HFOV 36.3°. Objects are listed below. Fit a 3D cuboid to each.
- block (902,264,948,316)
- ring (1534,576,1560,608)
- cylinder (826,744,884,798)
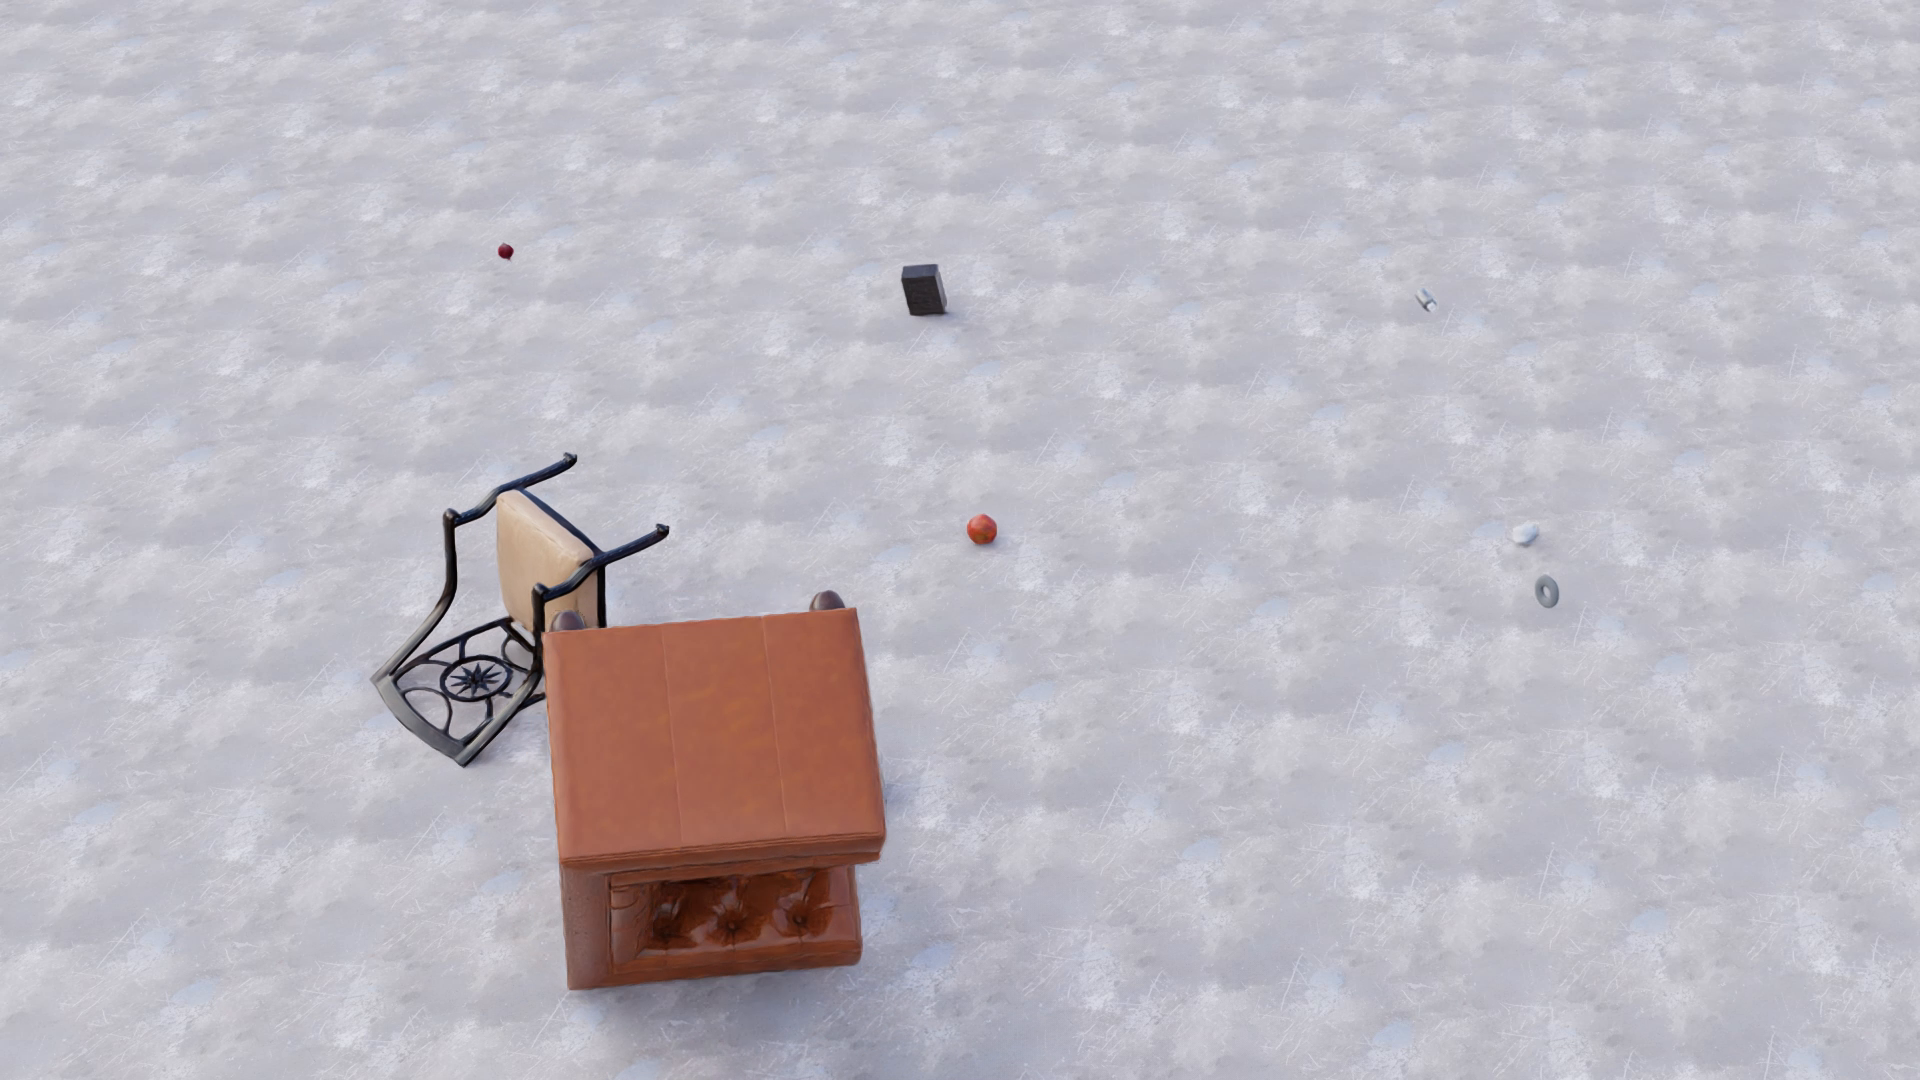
[{"bbox_3d":[-0.151,-1.051,12.319,0.147,0.209,0.082,-3,45,13],"label":"block"},{"bbox_3d":[2.111,0.185,10.546,0.029,0.130,0.102,-28,36,-36],"label":"ring"},{"bbox_3d":[-0.343,0.762,9.648,0.188,0.112,0.174,-20,24,-39],"label":"cylinder"}]
